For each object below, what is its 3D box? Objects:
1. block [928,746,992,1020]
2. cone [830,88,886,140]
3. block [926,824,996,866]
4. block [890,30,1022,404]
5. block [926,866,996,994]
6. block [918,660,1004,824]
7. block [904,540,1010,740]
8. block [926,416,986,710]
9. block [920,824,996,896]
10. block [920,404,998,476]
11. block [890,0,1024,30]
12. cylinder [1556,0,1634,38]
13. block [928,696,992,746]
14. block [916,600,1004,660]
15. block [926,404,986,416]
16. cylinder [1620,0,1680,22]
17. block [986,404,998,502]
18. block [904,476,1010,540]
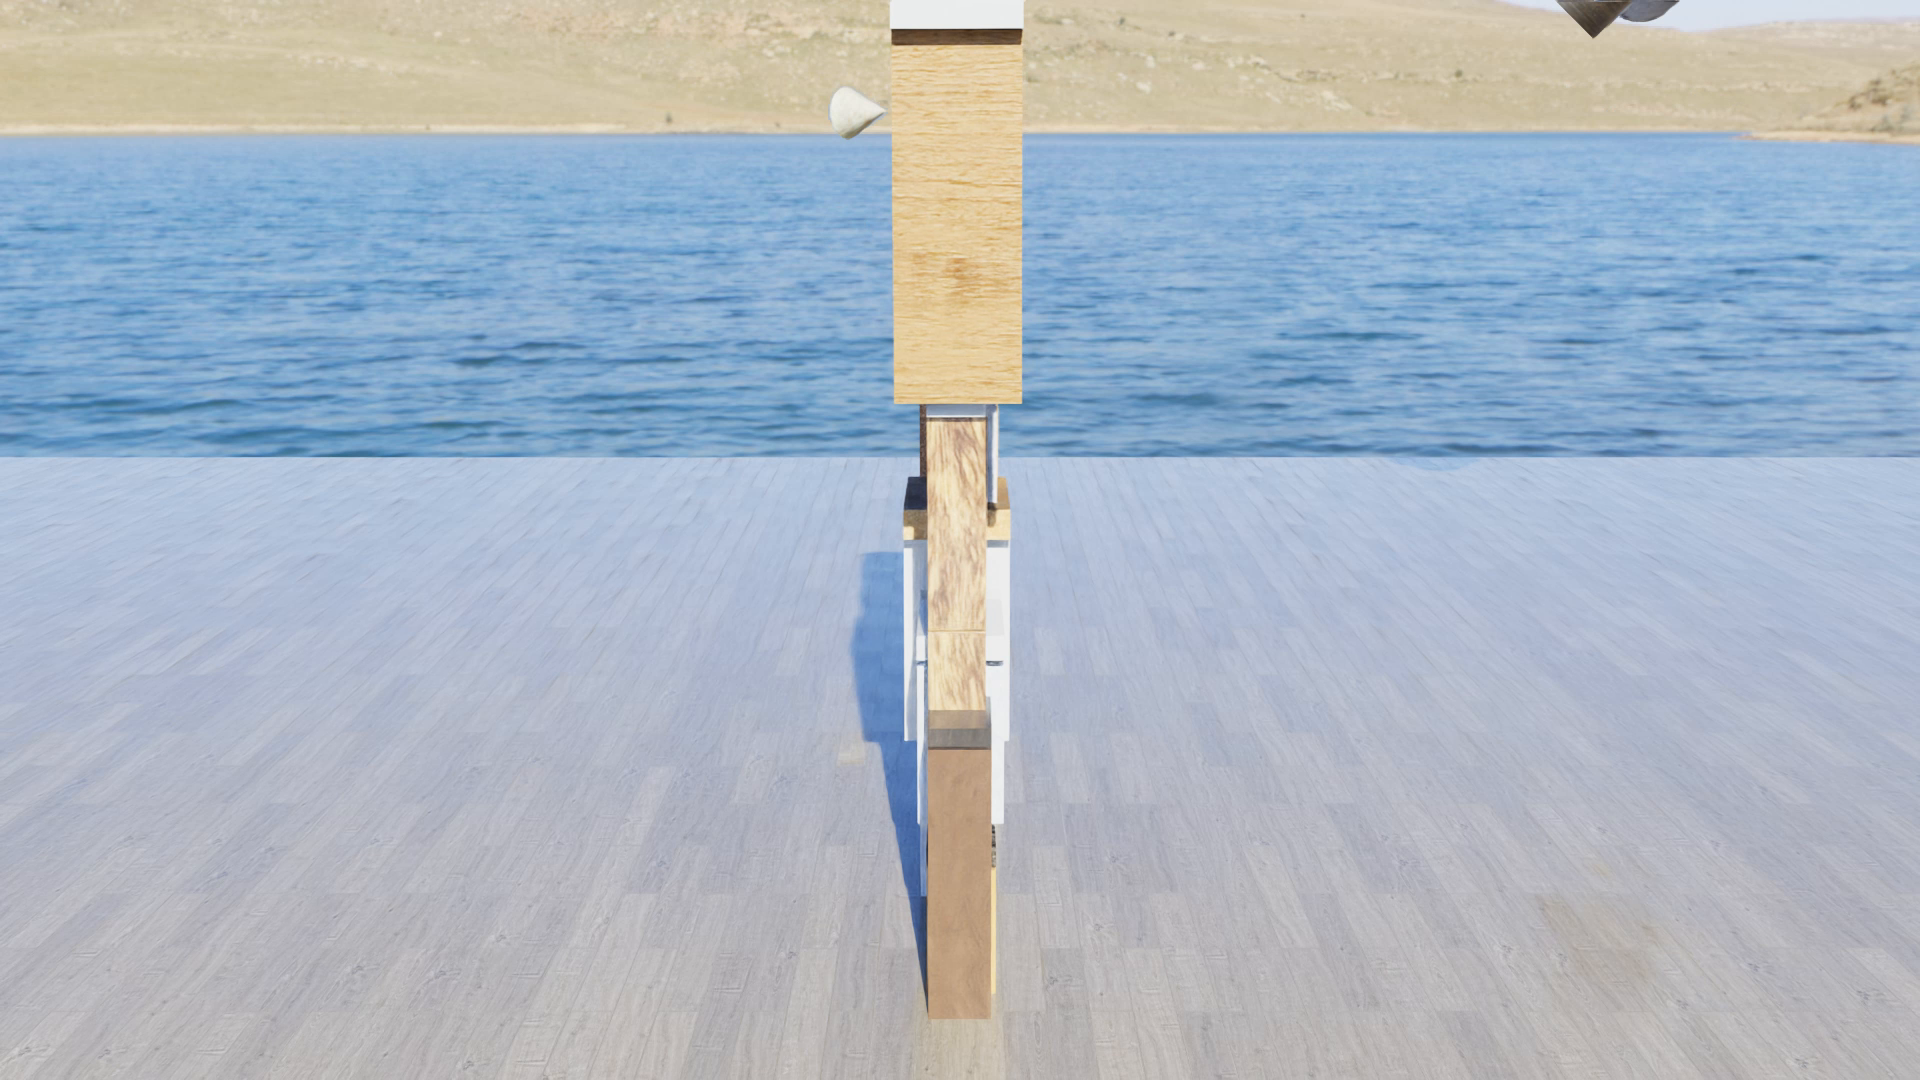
[{"bbox_3d":[0.000,0.483,3.125,0.090,0.409,0.025,0,10,0],"label":"block"},{"bbox_3d":[-0.284,-1.304,6.700,0.157,0.157,0.157,5,12,37],"label":"cone"},{"bbox_3d":[0.002,0.442,3.286,0.101,0.029,0.202,0,11,0],"label":"block"},{"bbox_3d":[-0.003,-0.438,3.001,0.175,0.501,0.050,0,11,0],"label":"block"},{"bbox_3d":[0.002,0.567,3.240,0.101,0.202,0.029,0,11,0],"label":"block"},{"bbox_3d":[0.001,0.295,3.290,0.129,0.257,0.036,0,11,0],"label":"block"},{"bbox_3d":[-0.005,0.155,3.545,0.168,0.337,0.048,0,11,0],"label":"block"},{"bbox_3d":[-0.005,0.032,3.128,0.082,0.425,0.023,0,10,0],"label":"block"},{"bbox_3d":[-0.004,0.468,3.649,0.124,0.247,0.035,0,11,0],"label":"block"},{"bbox_3d":[-0.002,-0.370,3.911,0.141,0.562,0.040,0,11,0],"label":"block"},{"bbox_3d":[-0.003,-0.730,3.063,0.176,0.050,0.351,0,10,0],"label":"block"},{"bbox_3d":[1.704,-1.539,5.882,0.275,0.275,0.275,38,21,-18],"label":"cylinder"},{"bbox_3d":[0.000,0.258,3.144,0.090,0.025,0.179,0,10,0],"label":"block"},{"bbox_3d":[0.001,0.135,3.348,0.129,0.036,0.257,0,11,0],"label":"block"},{"bbox_3d":[-0.005,-0.198,3.141,0.082,0.023,0.164,0,11,0],"label":"block"},{"bbox_3d":[1.973,-1.652,6.226,0.274,0.274,0.274,-2,-11,-11],"label":"cylinder"},{"bbox_3d":[0.004,-0.171,3.513,0.109,0.219,0.031,0,10,0],"label":"block"},{"bbox_3d":[-0.005,-0.055,3.620,0.168,0.048,0.337,0,11,0],"label":"block"}]
